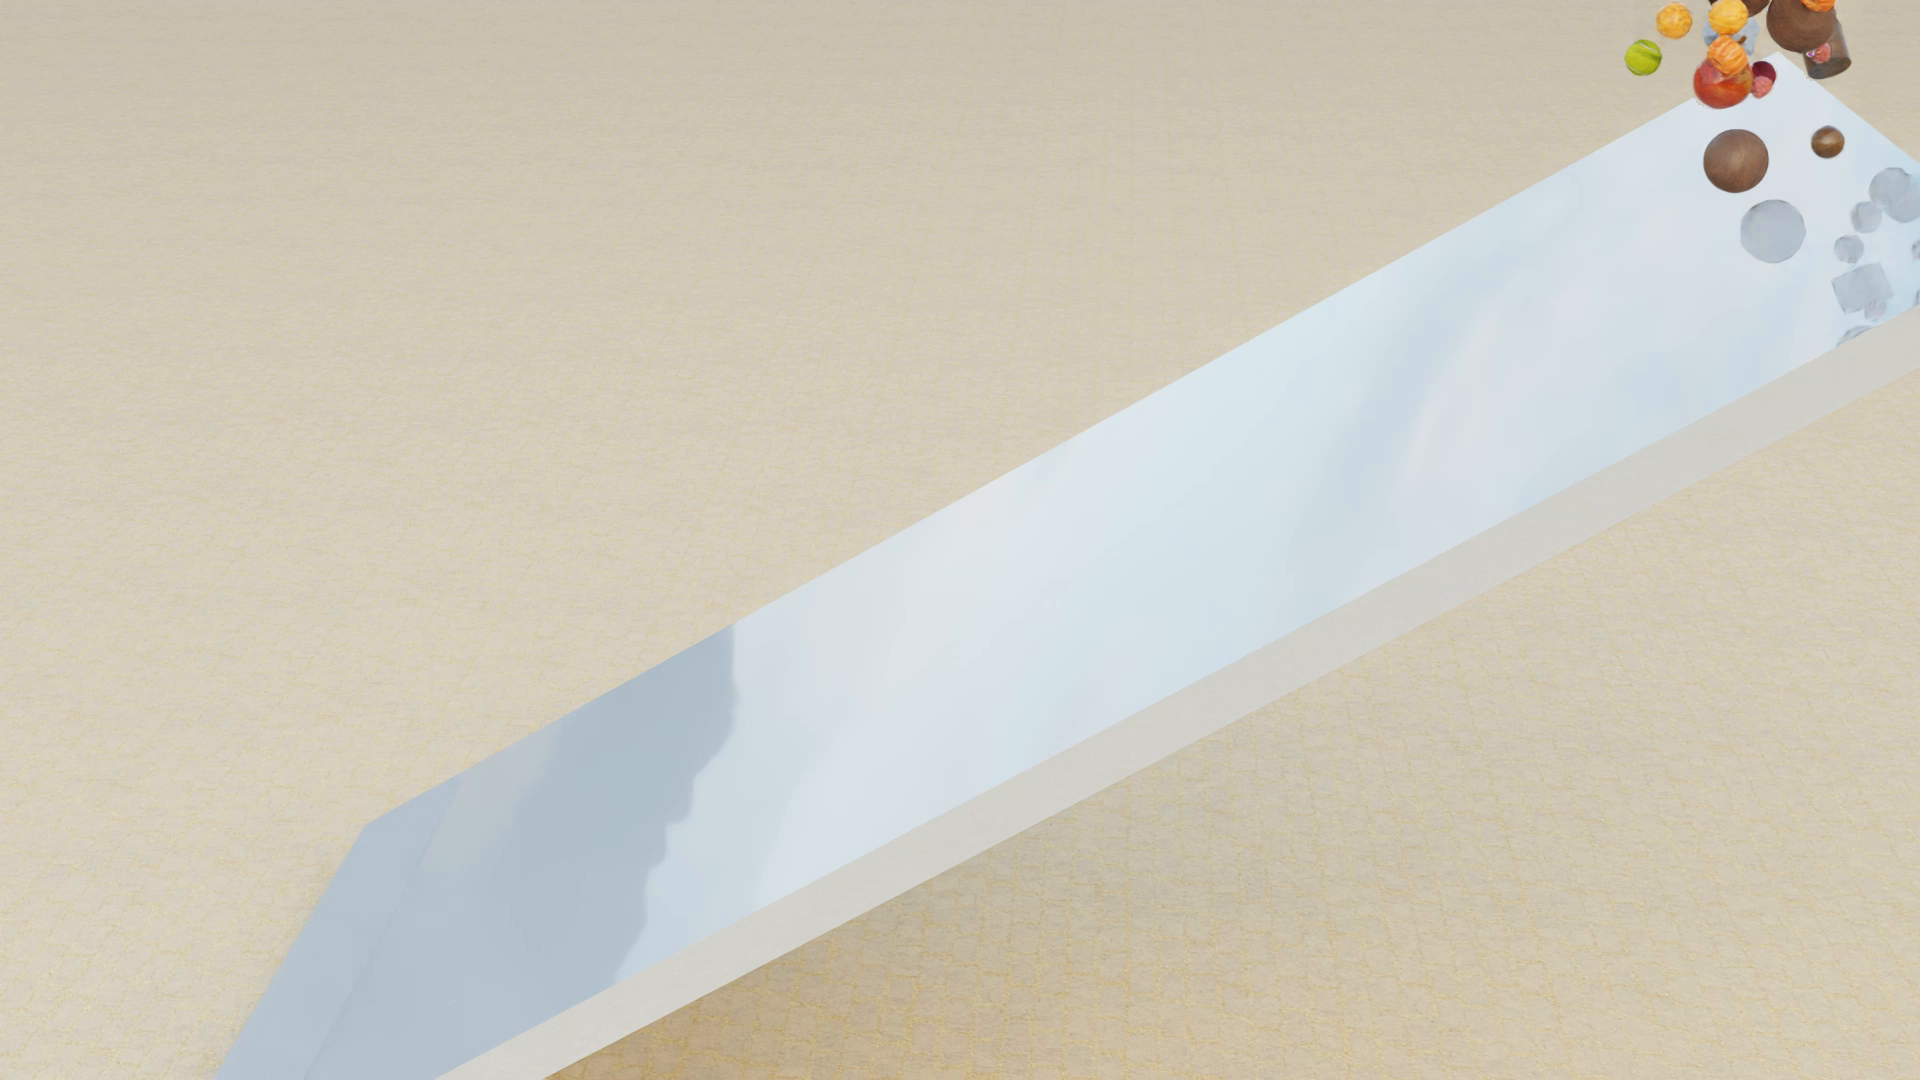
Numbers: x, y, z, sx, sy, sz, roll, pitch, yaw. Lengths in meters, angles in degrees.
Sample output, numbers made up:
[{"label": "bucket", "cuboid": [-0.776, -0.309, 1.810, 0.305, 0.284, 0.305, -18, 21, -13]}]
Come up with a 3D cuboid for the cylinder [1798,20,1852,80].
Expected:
[{"label": "cylinder", "cuboid": [1.747, -0.992, 5.945, 0.088, 0.088, 0.088, -9, -19, -3]}]

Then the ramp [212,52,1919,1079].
[{"label": "ramp", "cuboid": [0.142, 0.168, 6.286, 4.000, 0.100, 2.000, -29, 15, 12]}]

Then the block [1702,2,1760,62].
[{"label": "block", "cuboid": [1.550, -1.021, 5.914, 0.077, 0.077, 0.077, -7, 51, 41]}]

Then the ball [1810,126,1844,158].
[{"label": "ball", "cuboid": [1.682, -0.771, 5.701, 0.064, 0.064, 0.064, 0, 19, 0]}]
